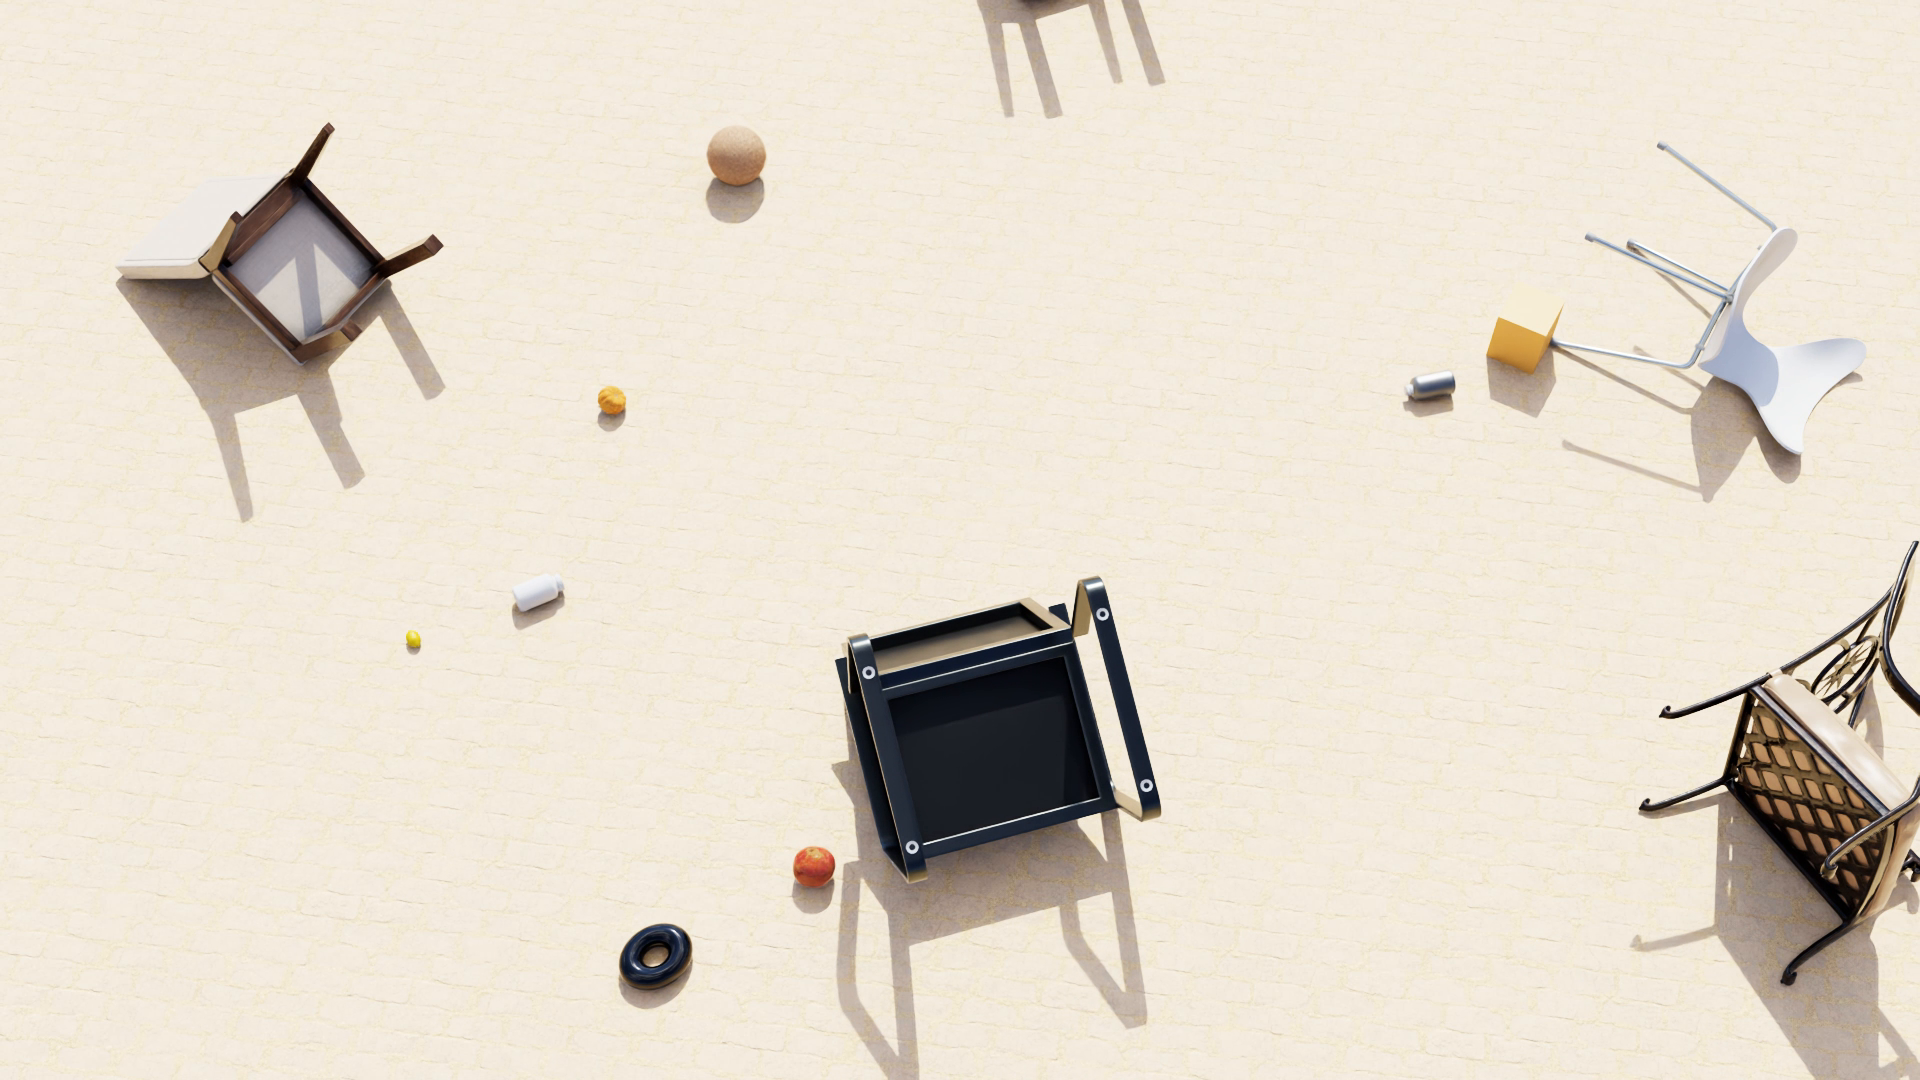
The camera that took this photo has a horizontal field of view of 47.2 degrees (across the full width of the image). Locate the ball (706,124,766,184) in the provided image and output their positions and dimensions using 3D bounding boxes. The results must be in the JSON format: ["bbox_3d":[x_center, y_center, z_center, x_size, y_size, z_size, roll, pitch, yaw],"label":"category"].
[{"bbox_3d":[-0.744,-1.281,7.315,0.197,0.197,0.197,0,56,0],"label":"ball"}]

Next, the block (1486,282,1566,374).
[{"bbox_3d":[1.775,-0.665,6.904,0.157,0.192,0.165,25,60,16],"label":"block"}]

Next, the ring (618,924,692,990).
[{"bbox_3d":[-0.802,1.098,5.799,0.208,0.064,0.173,-34,62,-22],"label":"ring"}]
